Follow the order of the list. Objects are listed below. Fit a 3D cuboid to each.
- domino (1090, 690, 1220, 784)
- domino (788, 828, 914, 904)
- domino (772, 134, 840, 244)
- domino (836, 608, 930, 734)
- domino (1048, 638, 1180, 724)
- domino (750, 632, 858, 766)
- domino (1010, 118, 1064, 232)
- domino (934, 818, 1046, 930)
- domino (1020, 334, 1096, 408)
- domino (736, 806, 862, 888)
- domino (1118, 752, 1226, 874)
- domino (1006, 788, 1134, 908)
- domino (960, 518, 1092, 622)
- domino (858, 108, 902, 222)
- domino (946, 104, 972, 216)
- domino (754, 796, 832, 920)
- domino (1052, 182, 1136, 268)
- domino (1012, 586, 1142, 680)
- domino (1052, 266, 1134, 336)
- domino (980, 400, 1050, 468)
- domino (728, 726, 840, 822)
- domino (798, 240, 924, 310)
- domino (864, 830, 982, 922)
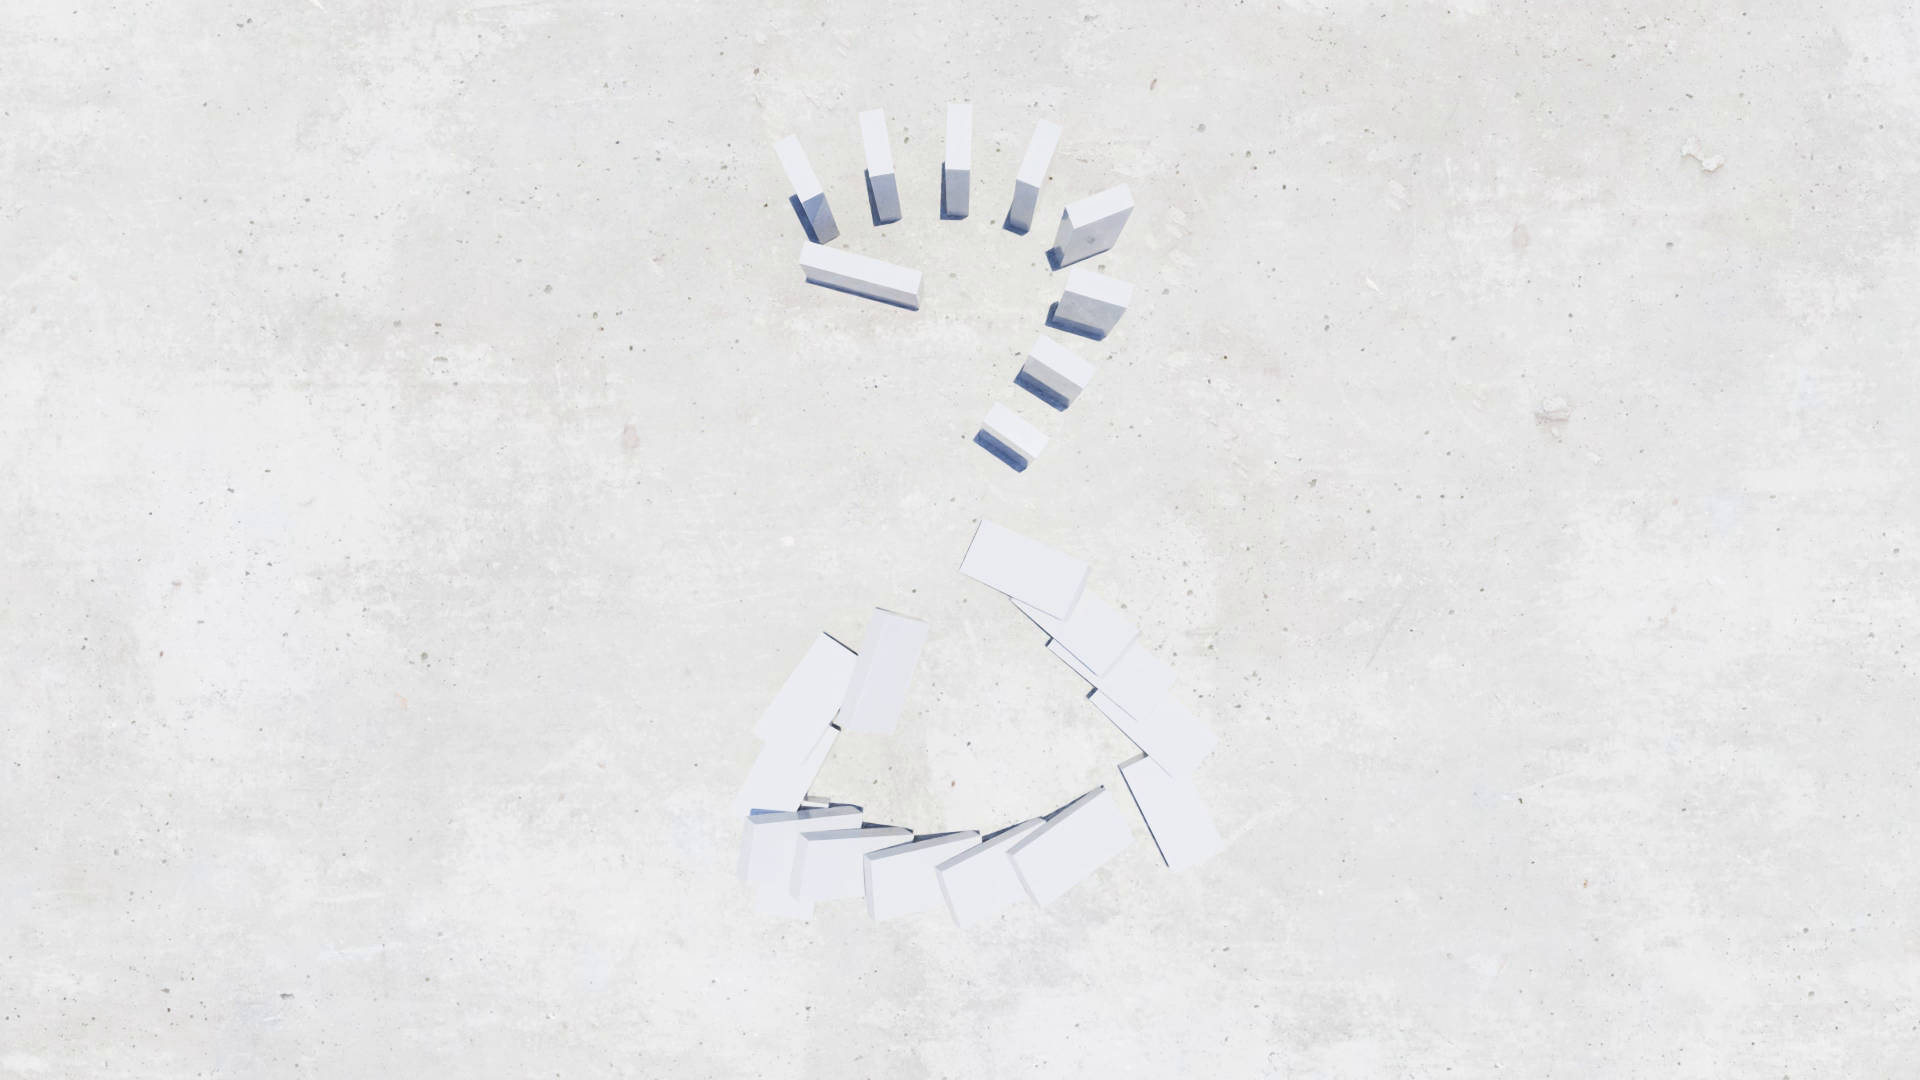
[{"bbox_3d":[0.082,0.076,0.389,0.050,0.010,0.025,43,90,16],"label":"domino"},{"bbox_3d":[-0.045,0.135,0.382,0.050,0.009,0.025,10,90,-35],"label":"domino"},{"bbox_3d":[-0.062,-0.142,0.375,0.009,0.050,0.025,-26,90,0],"label":"domino"},{"bbox_3d":[-0.032,0.056,0.388,0.025,0.009,0.050,19,90,-45],"label":"domino"},{"bbox_3d":[0.065,0.052,0.387,0.050,0.009,0.025,39,90,20],"label":"domino"},{"bbox_3d":[-0.063,0.067,0.387,0.025,0.009,0.050,33,74,6],"label":"domino"},{"bbox_3d":[0.030,-0.148,0.375,0.010,0.050,0.025,21,90,0],"label":"domino"},{"bbox_3d":[0.017,0.140,0.386,0.050,0.010,0.025,-19,90,-22],"label":"domino"},{"bbox_3d":[0.039,-0.068,0.375,0.025,0.050,0.009,32,90,0],"label":"domino"},{"bbox_3d":[-0.065,0.126,0.378,0.050,0.009,0.025,7,92,-38],"label":"domino"},{"bbox_3d":[0.091,0.115,0.395,0.025,0.010,0.050,-26,90,0],"label":"domino"},{"bbox_3d":[0.047,0.129,0.387,0.050,0.009,0.025,-29,90,-20],"label":"domino"},{"bbox_3d":[0.027,0.012,0.386,0.050,0.010,0.025,25,90,22],"label":"domino"},{"bbox_3d":[-0.032,-0.152,0.375,0.009,0.050,0.025,-10,90,0],"label":"domino"},{"bbox_3d":[0.000,-0.154,0.375,0.010,0.050,0.025,2,90,0],"label":"domino"},{"bbox_3d":[-0.072,0.136,0.395,0.025,0.010,0.050,8,90,0],"label":"domino"},{"bbox_3d":[0.054,-0.128,0.375,0.025,0.050,0.010,-21,90,0],"label":"domino"},{"bbox_3d":[0.049,0.032,0.386,0.050,0.009,0.025,40,91,23],"label":"domino"},{"bbox_3d":[0.053,-0.097,0.375,0.025,0.050,0.010,16,90,0],"label":"domino"},{"bbox_3d":[0.022,-0.042,0.375,0.025,0.050,0.010,35,90,0],"label":"domino"},{"bbox_3d":[-0.074,0.098,0.389,0.025,0.010,0.050,27,77,5],"label":"domino"},{"bbox_3d":[-0.041,-0.112,0.388,0.050,0.025,0.010,15,90,0],"label":"domino"},{"bbox_3d":[-0.015,0.141,0.385,0.050,0.009,0.025,-4,90,-25],"label":"domino"}]
